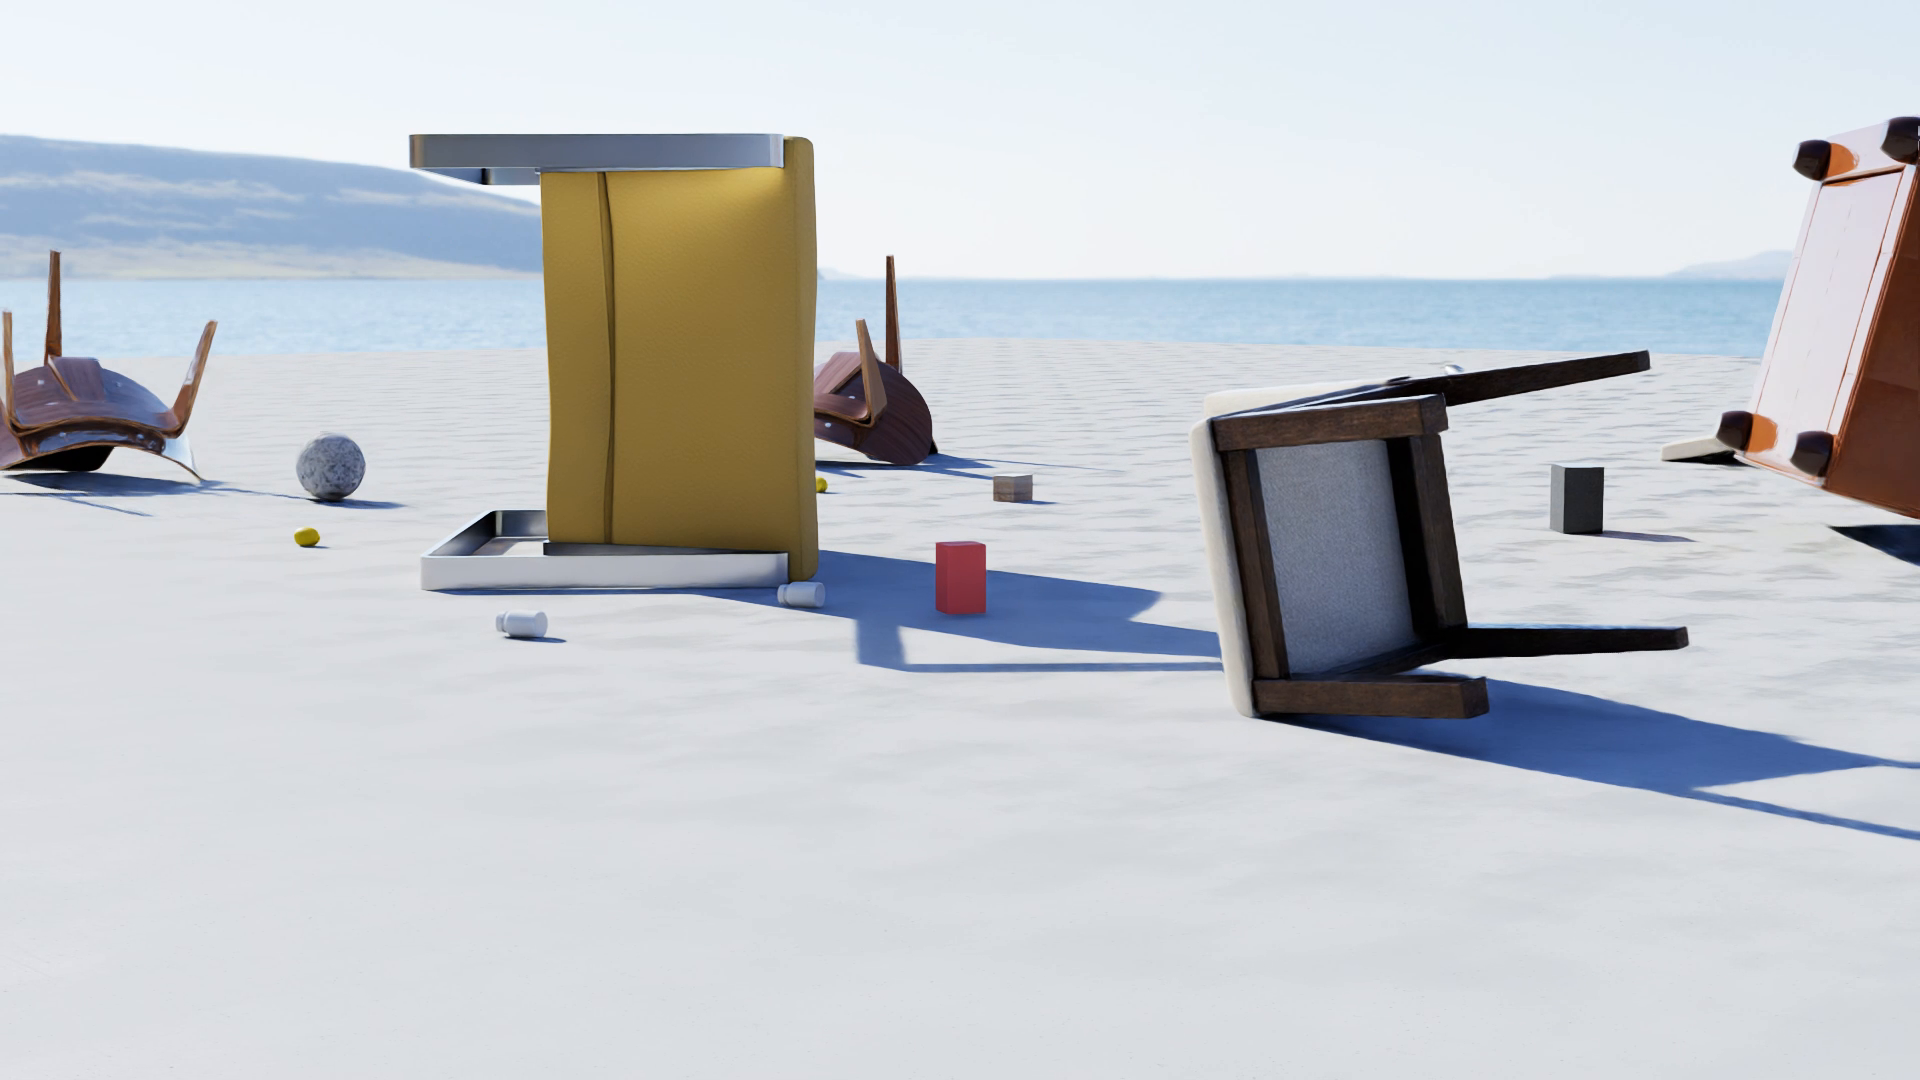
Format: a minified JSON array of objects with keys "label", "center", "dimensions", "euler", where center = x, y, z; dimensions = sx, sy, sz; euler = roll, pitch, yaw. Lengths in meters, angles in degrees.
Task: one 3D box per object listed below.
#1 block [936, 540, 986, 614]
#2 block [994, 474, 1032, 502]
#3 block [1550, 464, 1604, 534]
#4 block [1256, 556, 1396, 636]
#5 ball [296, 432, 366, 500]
[{"label":"block","center":[0.001,0.073,5.045],"dimensions":[0.079,0.134,0.077],"euler":[-2,6,-18]},{"label":"block","center":[0.155,-0.153,7.531],"dimensions":[0.074,0.076,0.097],"euler":[4,7,36]},{"label":"block","center":[1.592,-0.108,6.623],"dimensions":[0.102,0.172,0.144],"euler":[0,6,-1]},{"label":"block","center":[0.689,0.103,4.821],"dimensions":[0.170,0.121,0.195],"euler":[-6,8,-45]},{"label":"ball","center":[-1.848,-0.216,7.529],"dimensions":[0.200,0.200,0.200],"euler":[0,6,0]}]
